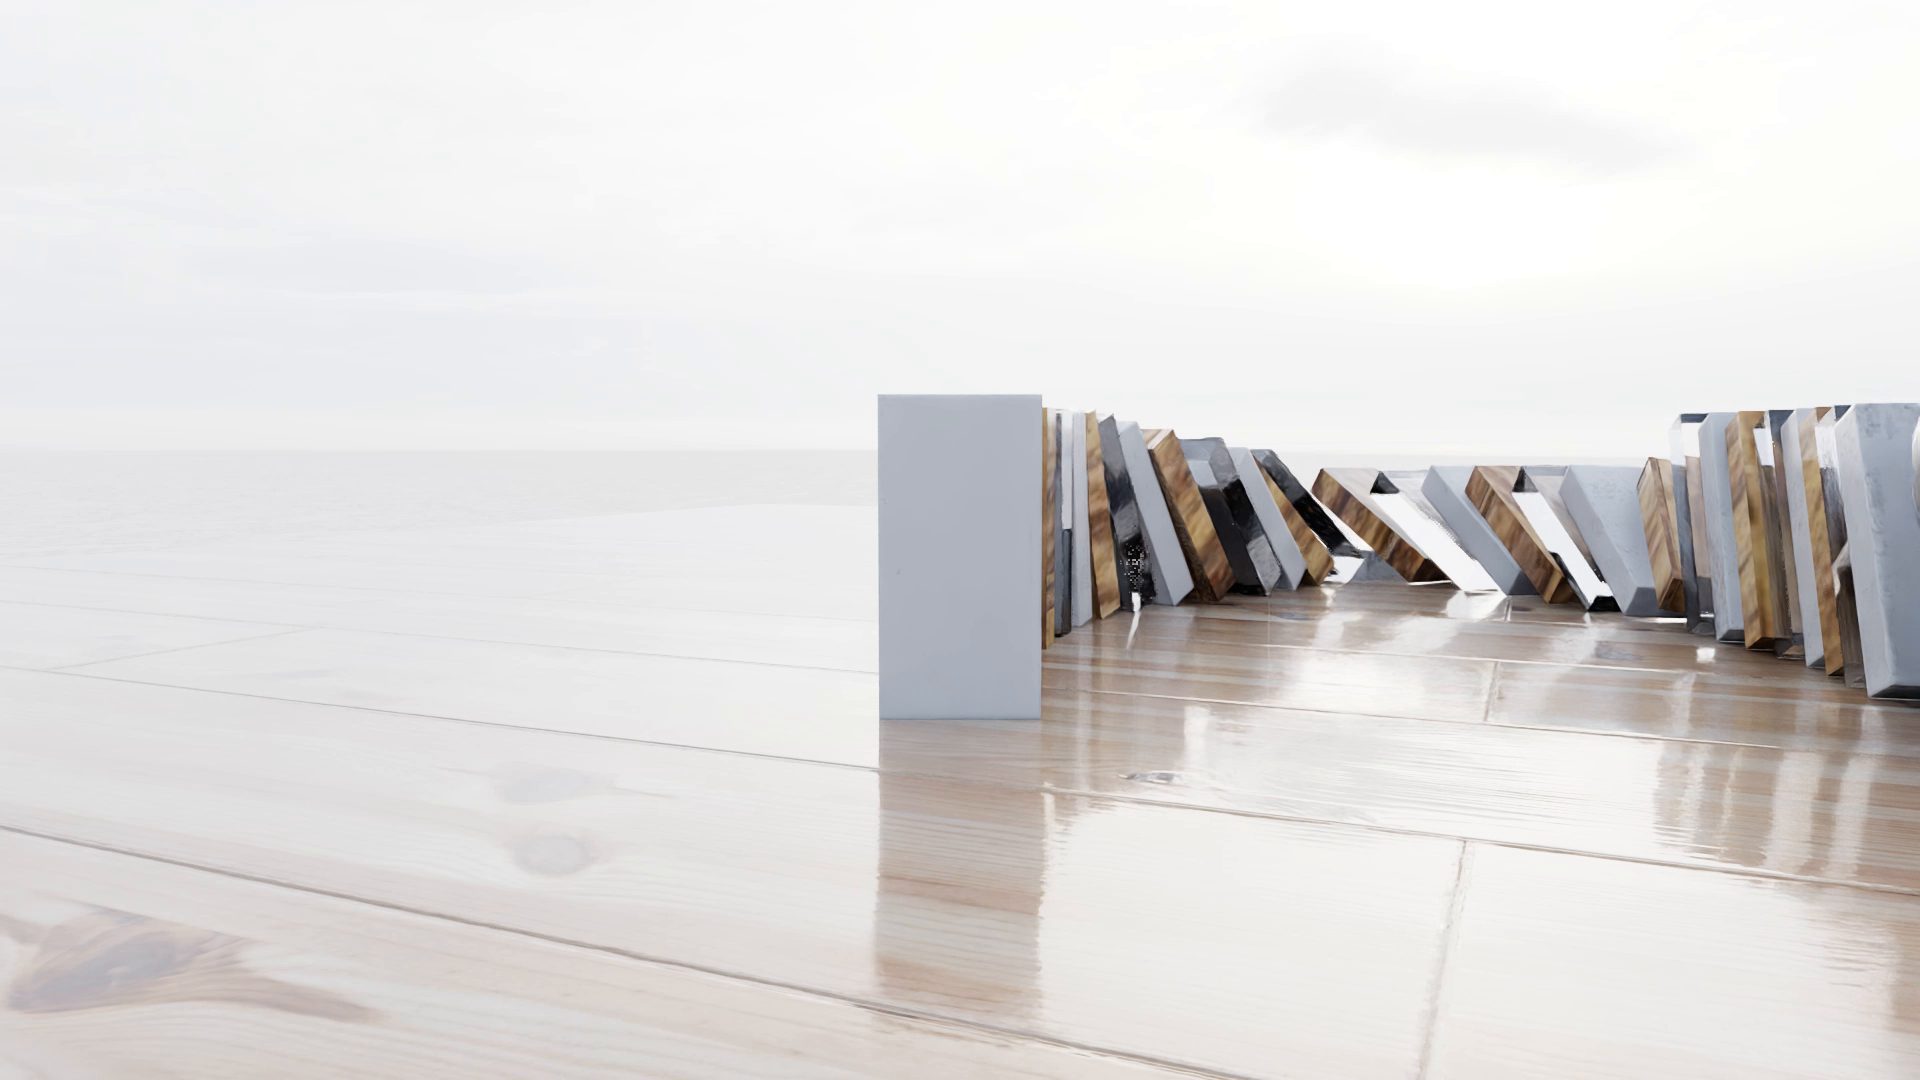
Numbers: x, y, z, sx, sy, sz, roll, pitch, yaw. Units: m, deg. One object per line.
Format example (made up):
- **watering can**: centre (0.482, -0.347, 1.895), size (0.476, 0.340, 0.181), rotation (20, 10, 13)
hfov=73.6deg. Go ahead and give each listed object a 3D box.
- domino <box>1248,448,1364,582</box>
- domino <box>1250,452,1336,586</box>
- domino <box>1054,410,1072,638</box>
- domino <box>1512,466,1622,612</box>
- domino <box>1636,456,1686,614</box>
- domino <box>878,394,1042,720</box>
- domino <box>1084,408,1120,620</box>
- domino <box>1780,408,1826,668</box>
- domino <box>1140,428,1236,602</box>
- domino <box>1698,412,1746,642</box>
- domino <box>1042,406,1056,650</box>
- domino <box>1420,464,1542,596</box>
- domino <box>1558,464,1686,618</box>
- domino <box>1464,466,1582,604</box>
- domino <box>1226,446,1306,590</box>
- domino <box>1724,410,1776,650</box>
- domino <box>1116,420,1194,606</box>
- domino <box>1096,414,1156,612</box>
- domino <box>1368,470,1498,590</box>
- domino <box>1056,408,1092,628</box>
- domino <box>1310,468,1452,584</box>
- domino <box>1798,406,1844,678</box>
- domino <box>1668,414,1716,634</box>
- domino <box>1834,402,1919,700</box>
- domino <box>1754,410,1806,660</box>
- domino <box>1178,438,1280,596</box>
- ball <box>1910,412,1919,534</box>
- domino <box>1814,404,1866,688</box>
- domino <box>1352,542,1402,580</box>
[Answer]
- **domino**: centre (0.099, -0.008, 0.394), size (0.050, 0.009, 0.025), rotation (44, -16, -22)
- **domino**: centre (0.088, -0.007, 0.383), size (0.050, 0.009, 0.025), rotation (46, -20, -27)
- **domino**: centre (0.012, -0.004, 0.289), size (0.025, 0.050, 0.010), rotation (1, 5, 18)
- **domino**: centre (0.170, -0.001, 0.342), size (0.025, 0.010, 0.050), rotation (0, 39, -4)
- **domino**: centre (0.181, 0.000, 0.311), size (0.025, 0.009, 0.050), rotation (11, 40, 13)
- **domino**: centre (0.000, 0.002, 0.201), size (0.025, 0.050, 0.010), rotation (0, 4, 0)
- **domino**: centre (0.023, -0.007, 0.316), size (0.025, 0.050, 0.009), rotation (3, 20, 37)
- **domino**: centre (0.175, -0.001, 0.245), size (0.025, 0.050, 0.009), rotation (1, -20, 15)
- **domino**: centre (0.054, -0.007, 0.346), size (0.025, 0.050, 0.010), rotation (5, 41, 47)
- **domino**: centre (0.177, -0.003, 0.277), size (0.025, 0.050, 0.010), rotation (1, -20, 15)
- **domino**: centre (0.007, -0.003, 0.272), size (0.025, 0.050, 0.009), rotation (1, 4, 14)
- **domino**: centre (0.160, -0.004, 0.377), size (0.025, 0.010, 0.050), rotation (-1, 39, -15)
- **domino**: centre (0.174, 0.000, 0.326), size (0.025, 0.010, 0.050), rotation (2, 39, 1)
- **domino**: centre (0.166, -0.003, 0.360), size (0.025, 0.010, 0.050), rotation (-1, 39, -10)
- **domino**: centre (0.078, -0.006, 0.368), size (0.025, 0.009, 0.050), rotation (4, -39, 42)
- **domino**: centre (0.177, -0.002, 0.266), size (0.025, 0.050, 0.009), rotation (1, -20, 15)
- **domino**: centre (0.042, -0.007, 0.338), size (0.025, 0.050, 0.010), rotation (5, 35, 47)
- **domino**: centre (0.032, -0.007, 0.327), size (0.025, 0.050, 0.009), rotation (4, 28, 44)
- **domino**: centre (0.151, -0.004, 0.394), size (0.025, 0.010, 0.050), rotation (-2, 36, -21)
- **domino**: centre (0.017, -0.006, 0.302), size (0.025, 0.050, 0.010), rotation (2, 12, 24)
- **domino**: centre (0.138, -0.006, 0.410), size (0.025, 0.009, 0.050), rotation (-2, 36, -30)
- **domino**: centre (0.172, 0.000, 0.235), size (0.025, 0.050, 0.009), rotation (1, -20, 15)
- **domino**: centre (0.176, -0.004, 0.288), size (0.025, 0.050, 0.009), rotation (1, -20, 13)
- **domino**: centre (0.166, 0.002, 0.216), size (0.025, 0.050, 0.009), rotation (1, -20, 15)
- **domino**: centre (0.176, -0.001, 0.256), size (0.025, 0.050, 0.010), rotation (1, -20, 15)
- **domino**: centre (0.068, -0.006, 0.355), size (0.025, 0.050, 0.009), rotation (4, 47, 42)
- **ball**: centre (0.174, -0.010, 0.168), size (0.080, 0.080, 0.080), rotation (0, 4, 0)
- **domino**: centre (0.169, 0.001, 0.226), size (0.025, 0.050, 0.010), rotation (1, -20, 15)
- **domino**: centre (0.121, 0.006, 0.427), size (0.025, 0.010, 0.050), rotation (-3, 6, -39)
